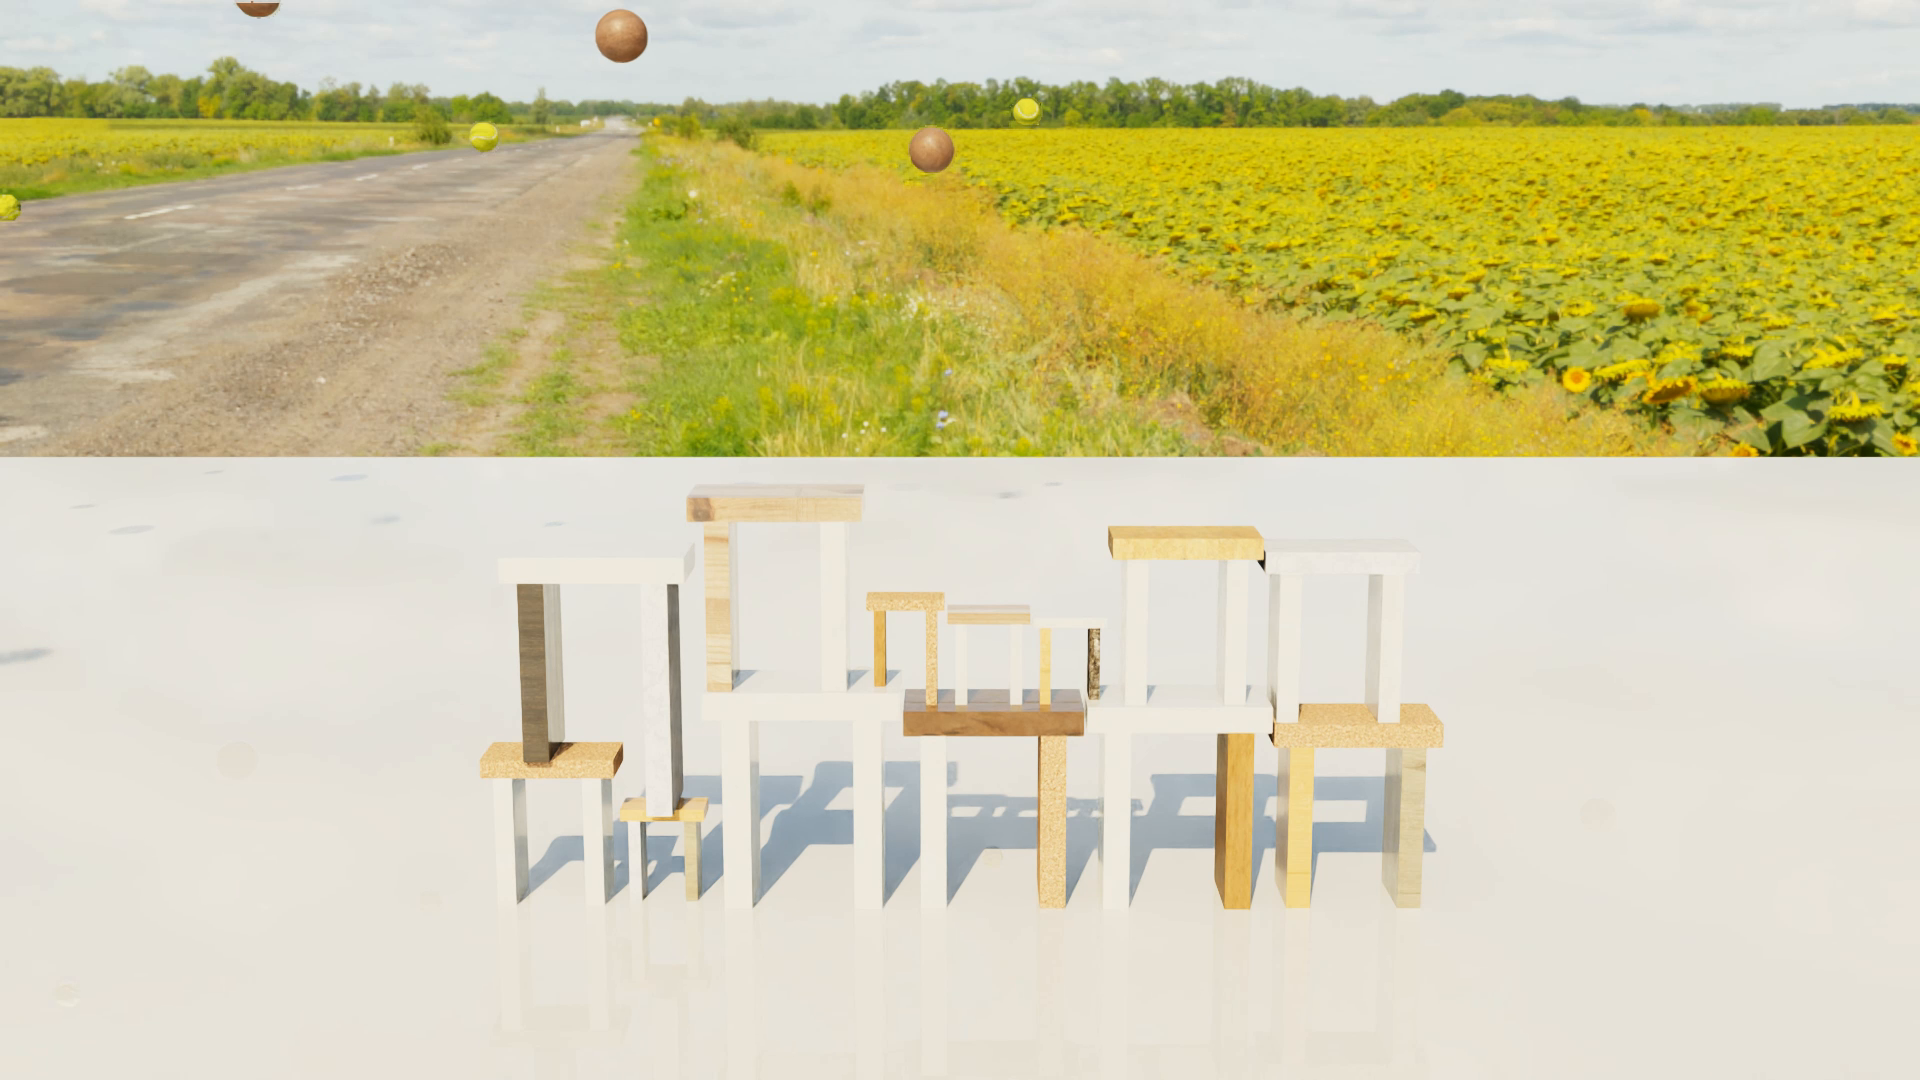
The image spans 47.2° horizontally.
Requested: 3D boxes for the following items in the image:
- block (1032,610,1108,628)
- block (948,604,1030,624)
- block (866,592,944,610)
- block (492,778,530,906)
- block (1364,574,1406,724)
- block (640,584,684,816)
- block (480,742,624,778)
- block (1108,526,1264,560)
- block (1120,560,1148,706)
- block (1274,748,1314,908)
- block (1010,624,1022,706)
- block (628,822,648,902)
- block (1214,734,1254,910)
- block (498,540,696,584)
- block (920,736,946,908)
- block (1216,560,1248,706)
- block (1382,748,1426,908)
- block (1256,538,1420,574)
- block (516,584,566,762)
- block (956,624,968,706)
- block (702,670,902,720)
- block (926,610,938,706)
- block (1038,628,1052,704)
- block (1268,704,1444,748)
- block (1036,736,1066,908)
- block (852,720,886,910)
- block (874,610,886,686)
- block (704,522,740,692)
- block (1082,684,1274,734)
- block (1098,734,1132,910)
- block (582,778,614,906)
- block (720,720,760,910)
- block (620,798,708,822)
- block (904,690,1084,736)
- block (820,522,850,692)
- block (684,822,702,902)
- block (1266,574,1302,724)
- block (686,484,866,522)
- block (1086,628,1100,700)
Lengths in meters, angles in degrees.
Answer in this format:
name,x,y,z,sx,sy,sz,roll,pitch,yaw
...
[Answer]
name,x,y,z,sx,sy,sz,roll,pitch,yaw
block,0.179,0.129,3.586,0.120,0.017,0.060,0,11,0
block,0.047,0.121,3.584,0.134,0.019,0.067,0,11,0
block,-0.088,0.100,3.577,0.126,0.018,0.063,0,11,0
block,-0.744,0.484,3.645,0.031,0.217,0.108,0,11,0
block,0.693,0.164,3.589,0.035,0.246,0.123,0,11,0
block,-0.488,0.246,3.605,0.042,0.386,0.148,0,11,0
block,-0.671,0.362,3.623,0.217,0.031,0.108,0,11,0
block,0.363,0.004,3.557,0.239,0.034,0.120,0,11,0
block,0.283,0.139,3.582,0.034,0.239,0.120,0,11,0
block,0.553,0.457,3.642,0.039,0.272,0.136,0,11,0
block,0.091,0.196,3.598,0.019,0.134,0.067,0,11,0
block,-0.535,0.523,3.654,0.020,0.138,0.069,0,11,0
block,0.453,0.444,3.640,0.042,0.298,0.149,0,11,0
block,-0.586,0.036,3.567,0.295,0.042,0.148,0,11,0
block,-0.043,0.447,3.642,0.041,0.292,0.146,0,11,0
block,0.443,0.139,3.582,0.034,0.239,0.120,0,11,0
block,0.734,0.457,3.642,0.039,0.272,0.136,0,11,0
block,0.611,0.026,3.564,0.246,0.035,0.123,0,11,0
block,-0.685,0.201,3.598,0.042,0.295,0.148,0,11,0
block,0.002,0.196,3.598,0.019,0.134,0.067,0,11,0
block,-0.256,0.254,3.611,0.319,0.045,0.159,0,11,0
block,-0.046,0.186,3.593,0.018,0.157,0.063,0,11,0
block,0.139,0.200,3.599,0.017,0.127,0.060,0,11,0
block,0.644,0.304,3.613,0.272,0.039,0.136,0,11,0
block,0.151,0.447,3.642,0.041,0.292,0.146,0,11,0
block,-0.150,0.433,3.644,0.045,0.319,0.159,0,11,0
block,-0.130,0.171,3.590,0.018,0.126,0.063,0,11,0
block,-0.387,0.095,3.582,0.039,0.277,0.139,0,11,0
block,0.354,0.277,3.609,0.298,0.042,0.149,0,11,0
block,0.255,0.444,3.640,0.042,0.298,0.149,0,11,0
block,-0.599,0.484,3.645,0.031,0.217,0.108,0,11,0
block,-0.362,0.433,3.644,0.045,0.319,0.159,0,11,0
block,-0.489,0.446,3.639,0.138,0.020,0.069,0,11,0
block,0.054,0.283,3.612,0.292,0.041,0.146,0,11,0
block,-0.202,0.095,3.582,0.039,0.277,0.139,0,11,0
block,-0.443,0.523,3.654,0.020,0.138,0.069,0,11,0
block,0.529,0.164,3.590,0.035,0.246,0.123,0,11,0
block,-0.295,-0.060,3.553,0.277,0.039,0.139,0,11,0
block,0.219,0.196,3.598,0.017,0.120,0.060,0,11,0
